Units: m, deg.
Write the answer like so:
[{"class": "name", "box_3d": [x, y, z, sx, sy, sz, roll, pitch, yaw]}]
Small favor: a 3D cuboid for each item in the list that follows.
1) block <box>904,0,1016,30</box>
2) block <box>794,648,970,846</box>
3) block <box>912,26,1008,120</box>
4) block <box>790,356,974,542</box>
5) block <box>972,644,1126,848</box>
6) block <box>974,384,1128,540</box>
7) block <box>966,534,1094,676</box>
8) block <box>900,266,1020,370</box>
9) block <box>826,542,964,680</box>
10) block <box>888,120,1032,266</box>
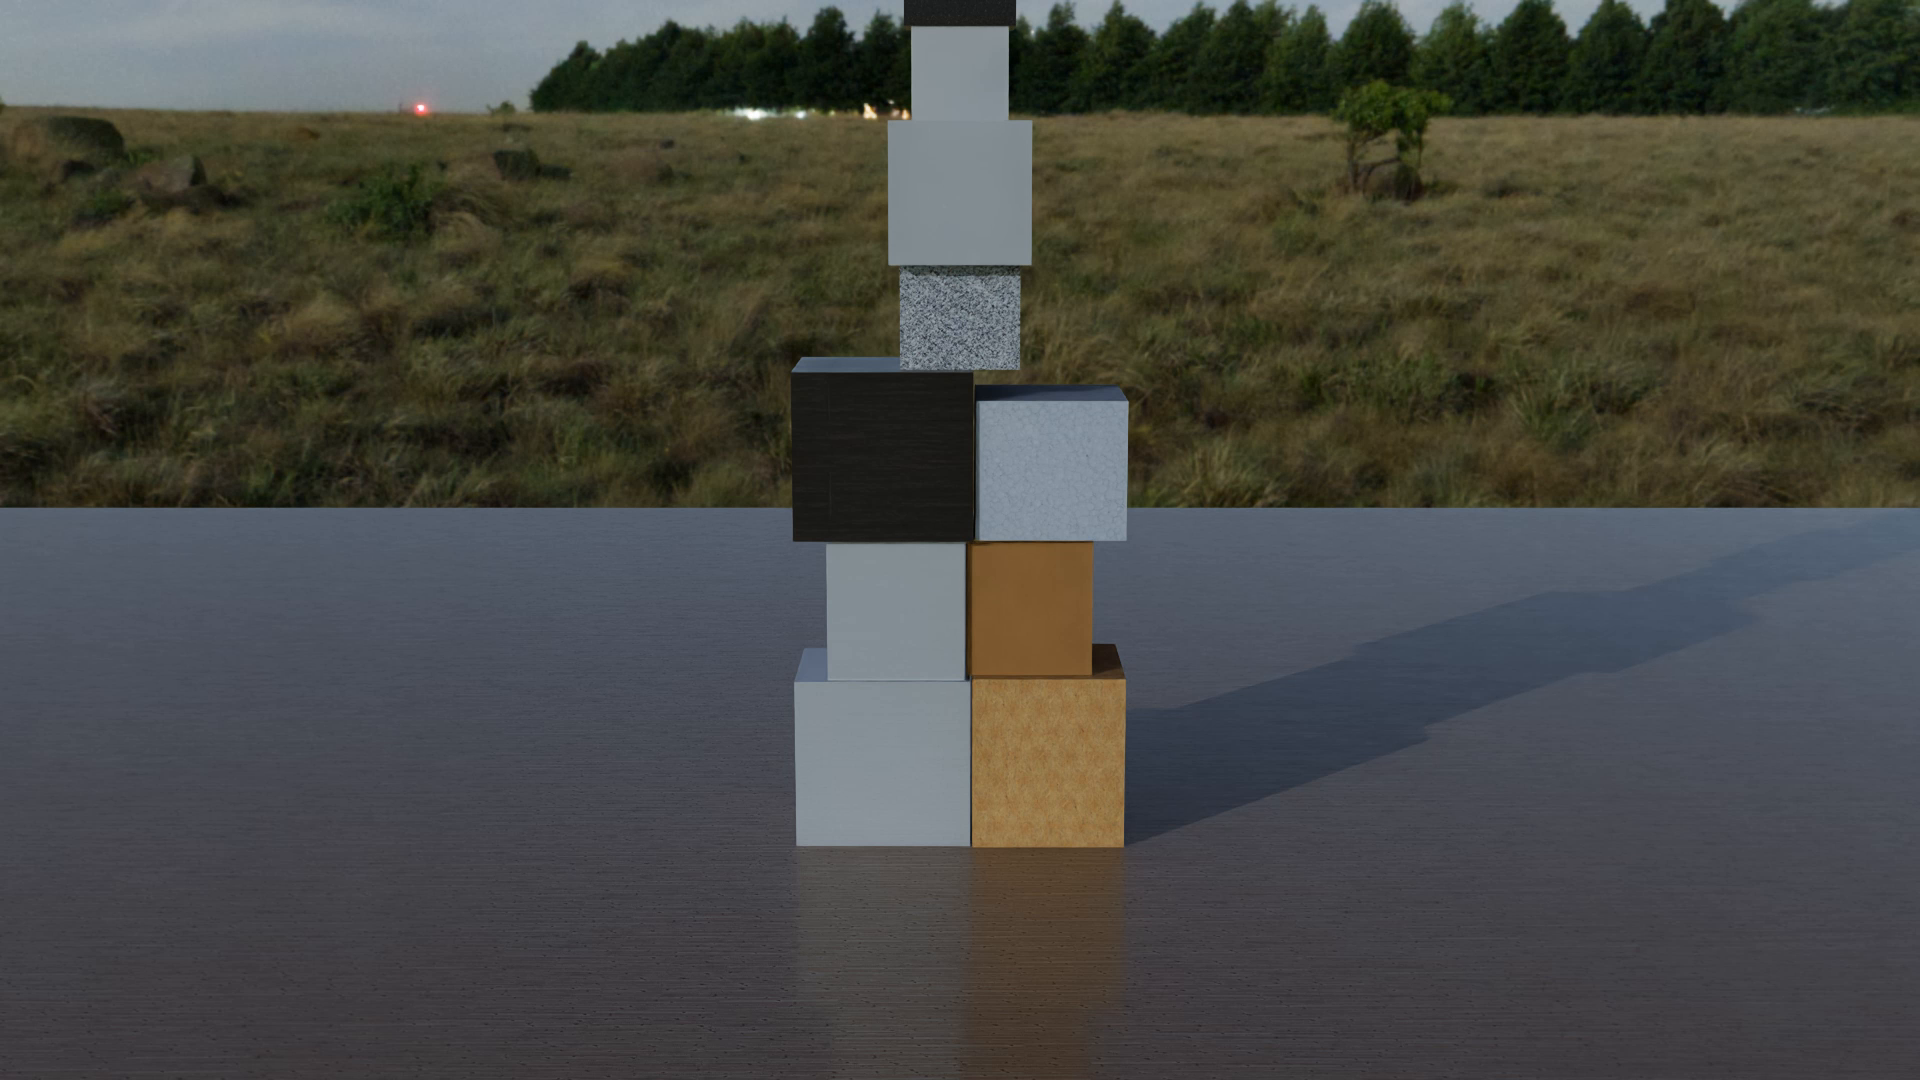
[{"class": "block", "box_3d": [0.000, -2.739, 10.663, 0.535, 0.500, 0.485, 0, 10, 0]}, {"class": "block", "box_3d": [-0.386, 1.058, 11.369, 0.875, 0.851, 0.739, 0, 10, 0]}, {"class": "block", "box_3d": [0.000, -2.280, 10.780, 0.465, 0.444, 0.525, 0, 10, 0]}, {"class": "block", "box_3d": [-0.377, -0.471, 11.091, 0.884, 0.832, 0.778, 0, 10, 0]}, {"class": "block", "box_3d": [0.443, 1.048, 11.375, 0.763, 0.868, 0.789, 0, 10, 0]}, {"class": "block", "box_3d": [0.447, -0.401, 11.112, 0.744, 0.689, 0.728, 0, 10, 0]}, {"class": "block", "box_3d": [0.346, 0.277, 11.250, 0.627, 0.695, 0.639, 0, 10, 0]}, {"class": "block", "box_3d": [0.000, -1.137, 10.993, 0.588, 0.515, 0.565, 0, 10, 0]}, {"class": "block", "box_3d": [-0.319, 0.292, 11.214, 0.682, 0.712, 0.644, 0, 10, 0]}, {"class": "block", "box_3d": [0.000, -1.725, 10.879, 0.685, 0.682, 0.826, 0, 10, 0]}]
